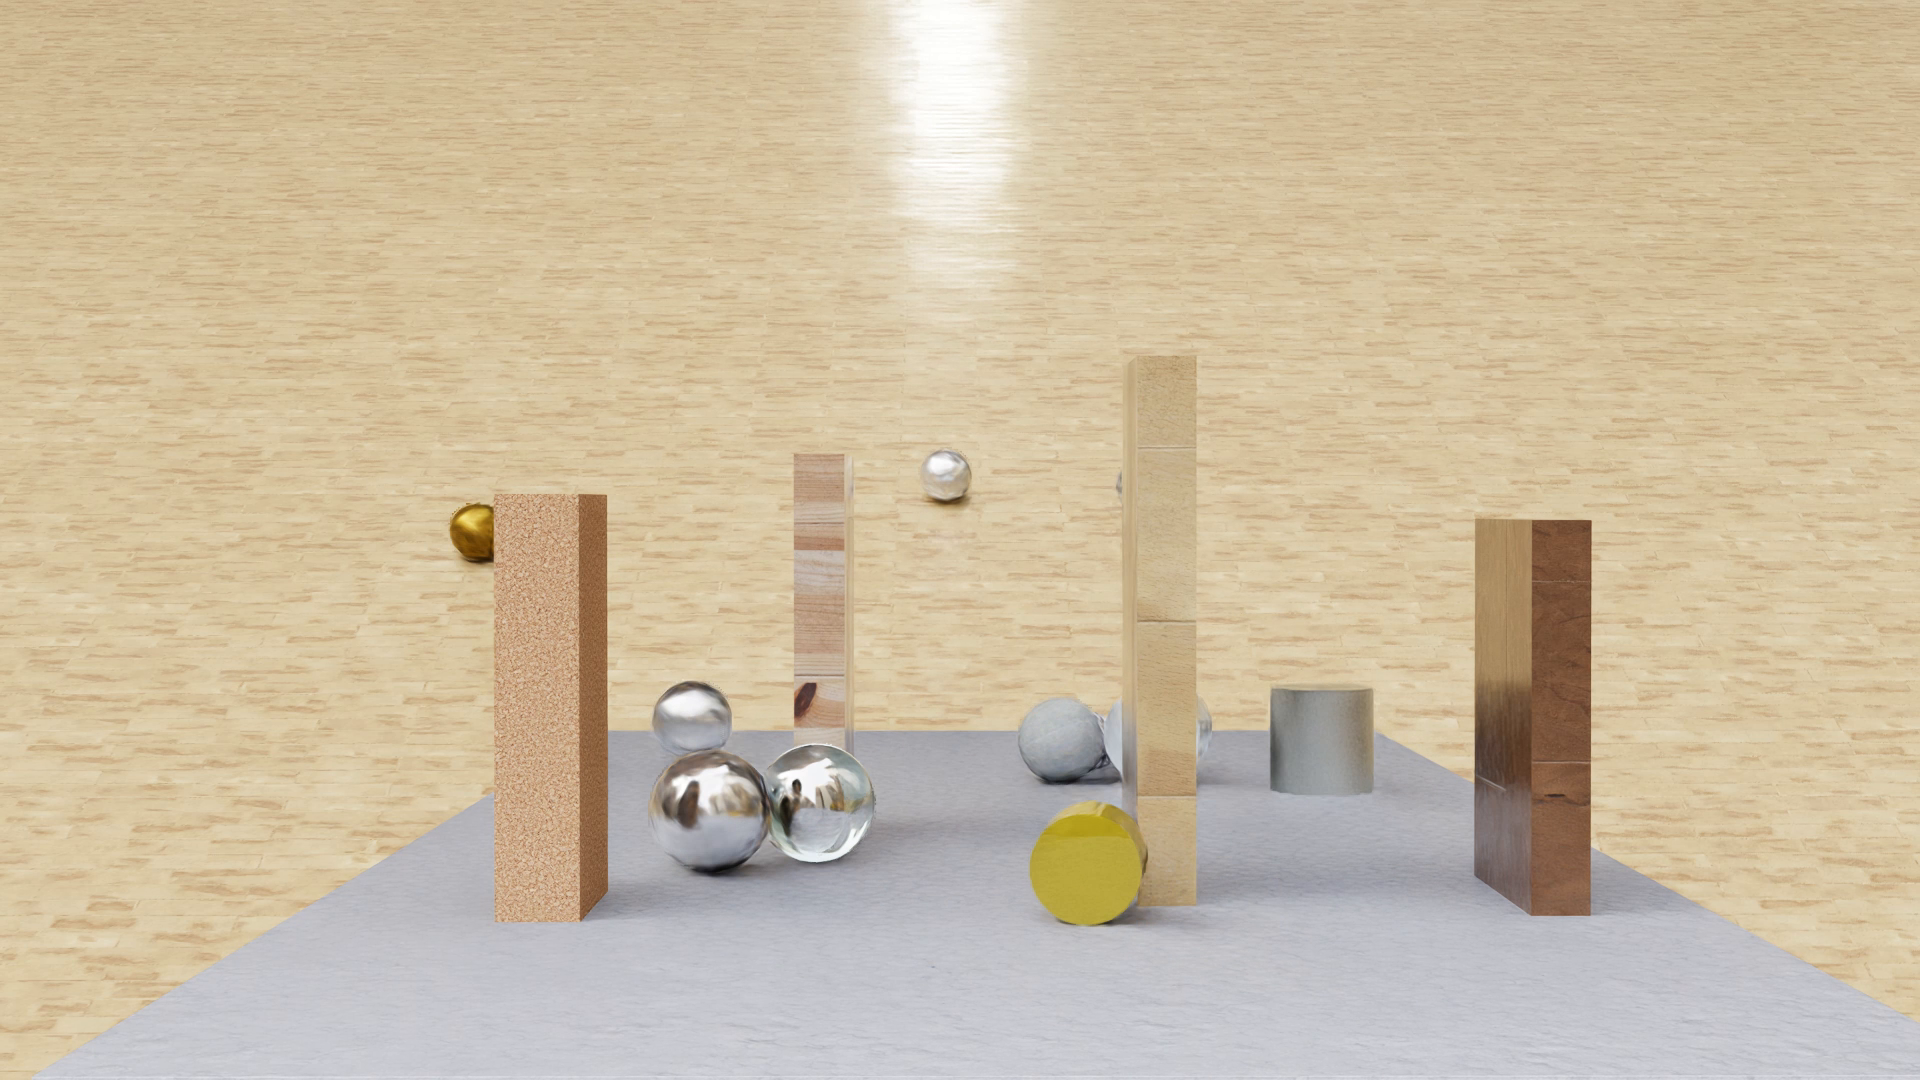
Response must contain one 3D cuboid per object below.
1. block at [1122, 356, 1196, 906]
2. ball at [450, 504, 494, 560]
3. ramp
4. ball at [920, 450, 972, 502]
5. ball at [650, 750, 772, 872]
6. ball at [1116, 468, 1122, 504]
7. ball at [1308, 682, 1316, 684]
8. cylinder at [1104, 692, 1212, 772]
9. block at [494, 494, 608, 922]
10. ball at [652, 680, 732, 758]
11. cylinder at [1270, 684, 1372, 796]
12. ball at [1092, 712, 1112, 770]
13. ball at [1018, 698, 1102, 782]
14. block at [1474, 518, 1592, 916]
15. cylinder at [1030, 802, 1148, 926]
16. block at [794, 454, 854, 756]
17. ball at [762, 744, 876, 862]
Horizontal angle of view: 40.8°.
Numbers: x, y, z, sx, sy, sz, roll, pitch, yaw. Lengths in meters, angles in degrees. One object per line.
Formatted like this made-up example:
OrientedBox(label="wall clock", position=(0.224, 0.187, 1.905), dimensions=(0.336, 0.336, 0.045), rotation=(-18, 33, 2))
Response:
OrientedBox(label="block", position=(0.297, 0.129, 3.867), dimensions=(0.085, 0.789, 0.328), rotation=(0, 1, 0))
OrientedBox(label="ball", position=(-1.415, -0.025, 7.589), dimensions=(0.164, 0.164, 0.164), rotation=(0, 28, 0))
OrientedBox(label="ramp", position=(0.063, 0.563, 4.603), dimensions=(2.000, 0.100, 4.000), rotation=(0, 1, 0))
OrientedBox(label="ball", position=(-0.044, -0.199, 7.925), dimensions=(0.159, 0.159, 0.159), rotation=(0, 28, 0))
OrientedBox(label="ball", position=(-0.391, 0.425, 4.055), dimensions=(0.192, 0.192, 0.192), rotation=(0, 28, 0))
OrientedBox(label="ball", position=(0.559, -0.165, 7.842), dimensions=(0.176, 0.176, 0.176), rotation=(0, 28, 0))
OrientedBox(label="ball", position=(0.863, 0.420, 6.333), dimensions=(0.140, 0.140, 0.140), rotation=(0, 28, 0))
OrientedBox(label="cylinder", position=(0.418, 0.401, 5.429), dimensions=(0.202, 0.202, 0.202), rotation=(7, 2, 13))
OrientedBox(label="block", position=(-0.584, 0.230, 3.706), dimensions=(0.117, 0.591, 0.289), rotation=(0, 1, 0))
OrientedBox(label="ball", position=(-0.603, 0.407, 5.825), dimensions=(0.180, 0.180, 0.180), rotation=(0, 28, 0))
OrientedBox(label="cylinder", position=(0.731, 0.401, 5.228), dimensions=(0.207, 0.207, 0.207), rotation=(0, 1, 0))
OrientedBox(label="ball", position=(0.286, 0.438, 5.618), dimensions=(0.124, 0.124, 0.124), rotation=(0, 28, 0))
OrientedBox(label="ball", position=(0.209, 0.416, 5.360), dimensions=(0.175, 0.175, 0.175), rotation=(0, 28, 0))
OrientedBox(label="block", position=(0.840, 0.246, 3.810), dimensions=(0.084, 0.554, 0.397), rotation=(0, 1, 0))
OrientedBox(label="cylinder", position=(0.181, 0.450, 3.610), dimensions=(0.153, 0.153, 0.153), rotation=(4, 1, 7))
OrientedBox(label="block", position=(-0.232, 0.185, 4.444), dimensions=(0.084, 0.660, 0.377), rotation=(0, 1, 0))
OrientedBox(label="ball", position=(-0.232, 0.424, 4.163), dimensions=(0.191, 0.191, 0.191), rotation=(0, 28, 0))
